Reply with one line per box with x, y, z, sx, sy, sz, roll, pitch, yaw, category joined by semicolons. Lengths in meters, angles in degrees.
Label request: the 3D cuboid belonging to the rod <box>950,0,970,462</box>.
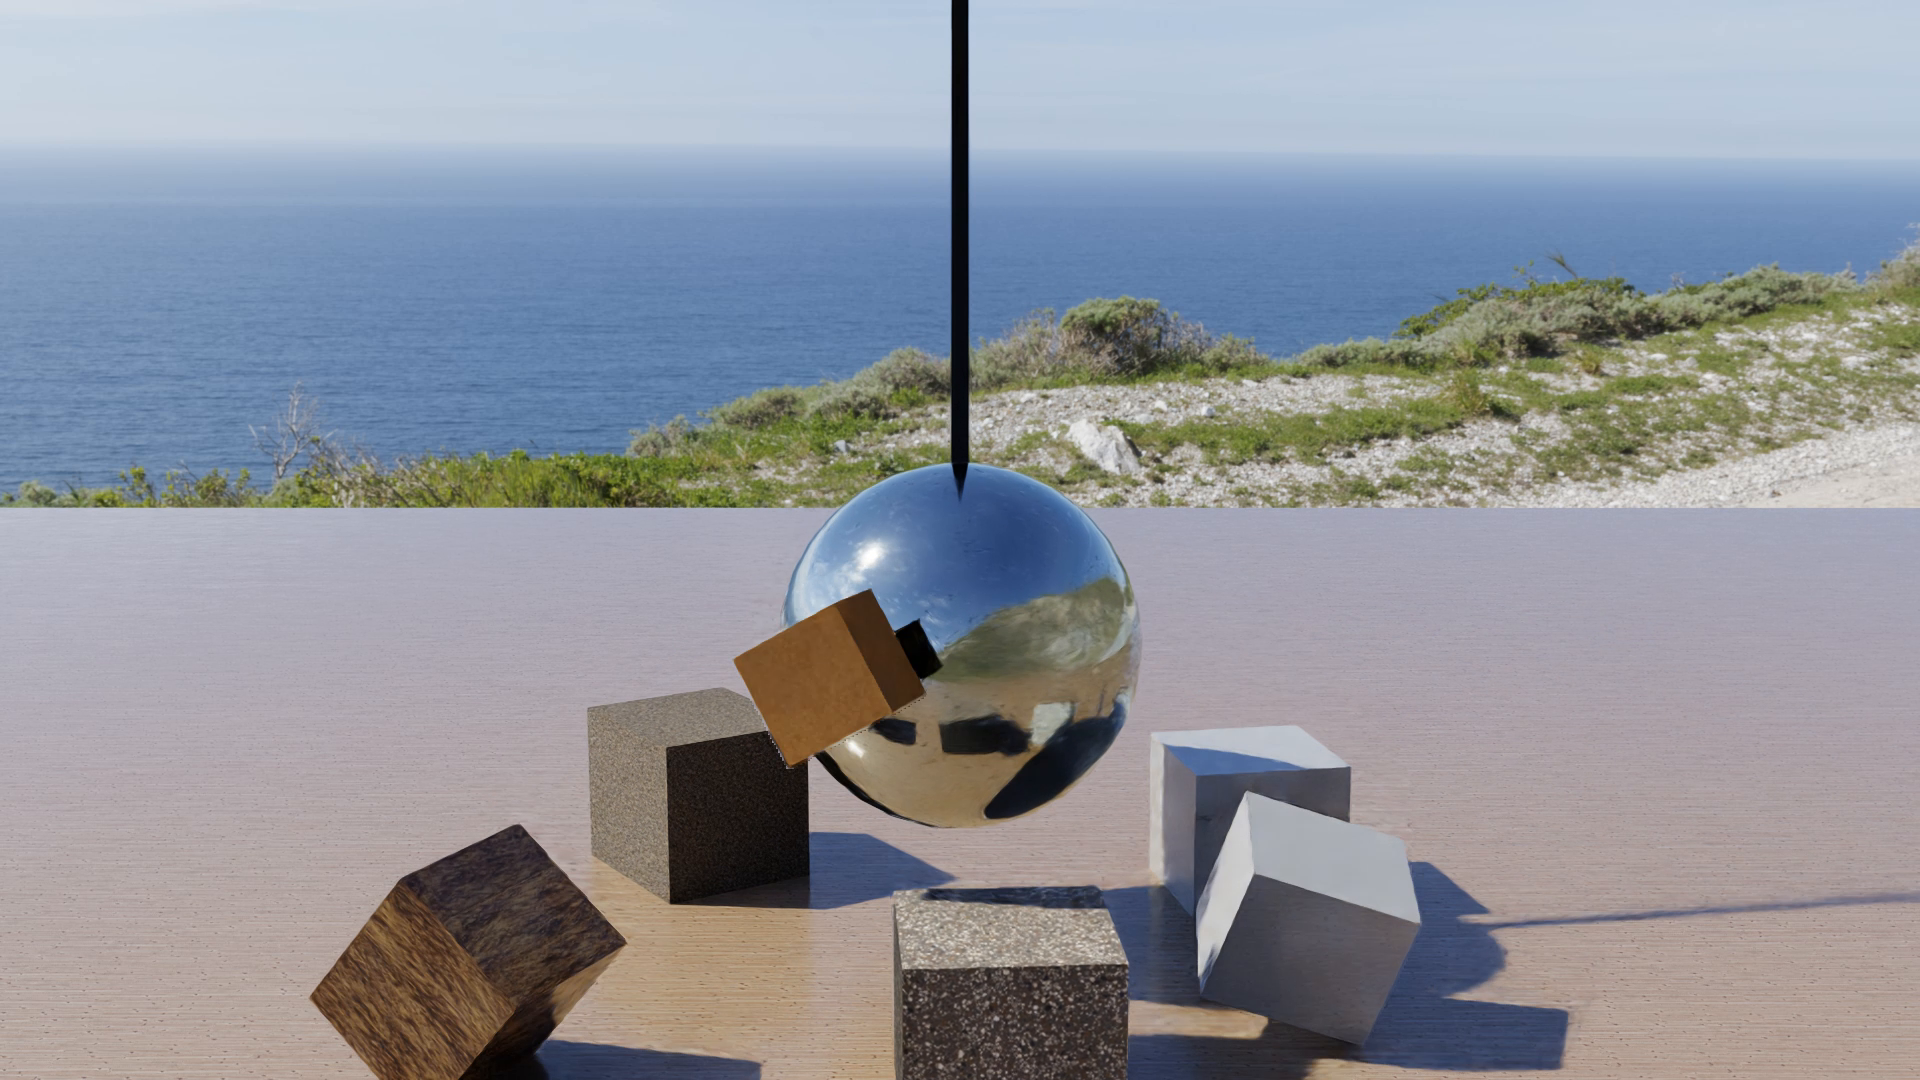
0.000;-2.925;9.942;0.080;5.200;0.080;0;-5;0;rod

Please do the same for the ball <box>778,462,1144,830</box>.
0.000;0.461;9.633;1.600;1.600;1.600;0;10;0;ball

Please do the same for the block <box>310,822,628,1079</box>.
-1.819;1.598;8.174;0.629;0.686;0.706;45;24;11;block

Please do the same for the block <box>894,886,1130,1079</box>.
0.166;1.741;8.049;0.785;0.695;0.815;-1;10;-4;block

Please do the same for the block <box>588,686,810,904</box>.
-1.280;1.223;10.727;0.749;0.756;0.869;-7;12;-33;block

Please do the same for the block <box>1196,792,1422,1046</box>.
1.367;1.498;8.749;0.675;0.601;0.617;17;24;-3;block

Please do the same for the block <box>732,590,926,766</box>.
-0.492;0.518;8.357;0.466;0.455;0.423;-29;-2;17;block

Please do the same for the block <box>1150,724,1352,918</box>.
1.357;1.319;10.411;0.737;0.680;0.746;-2;10;-11;block
